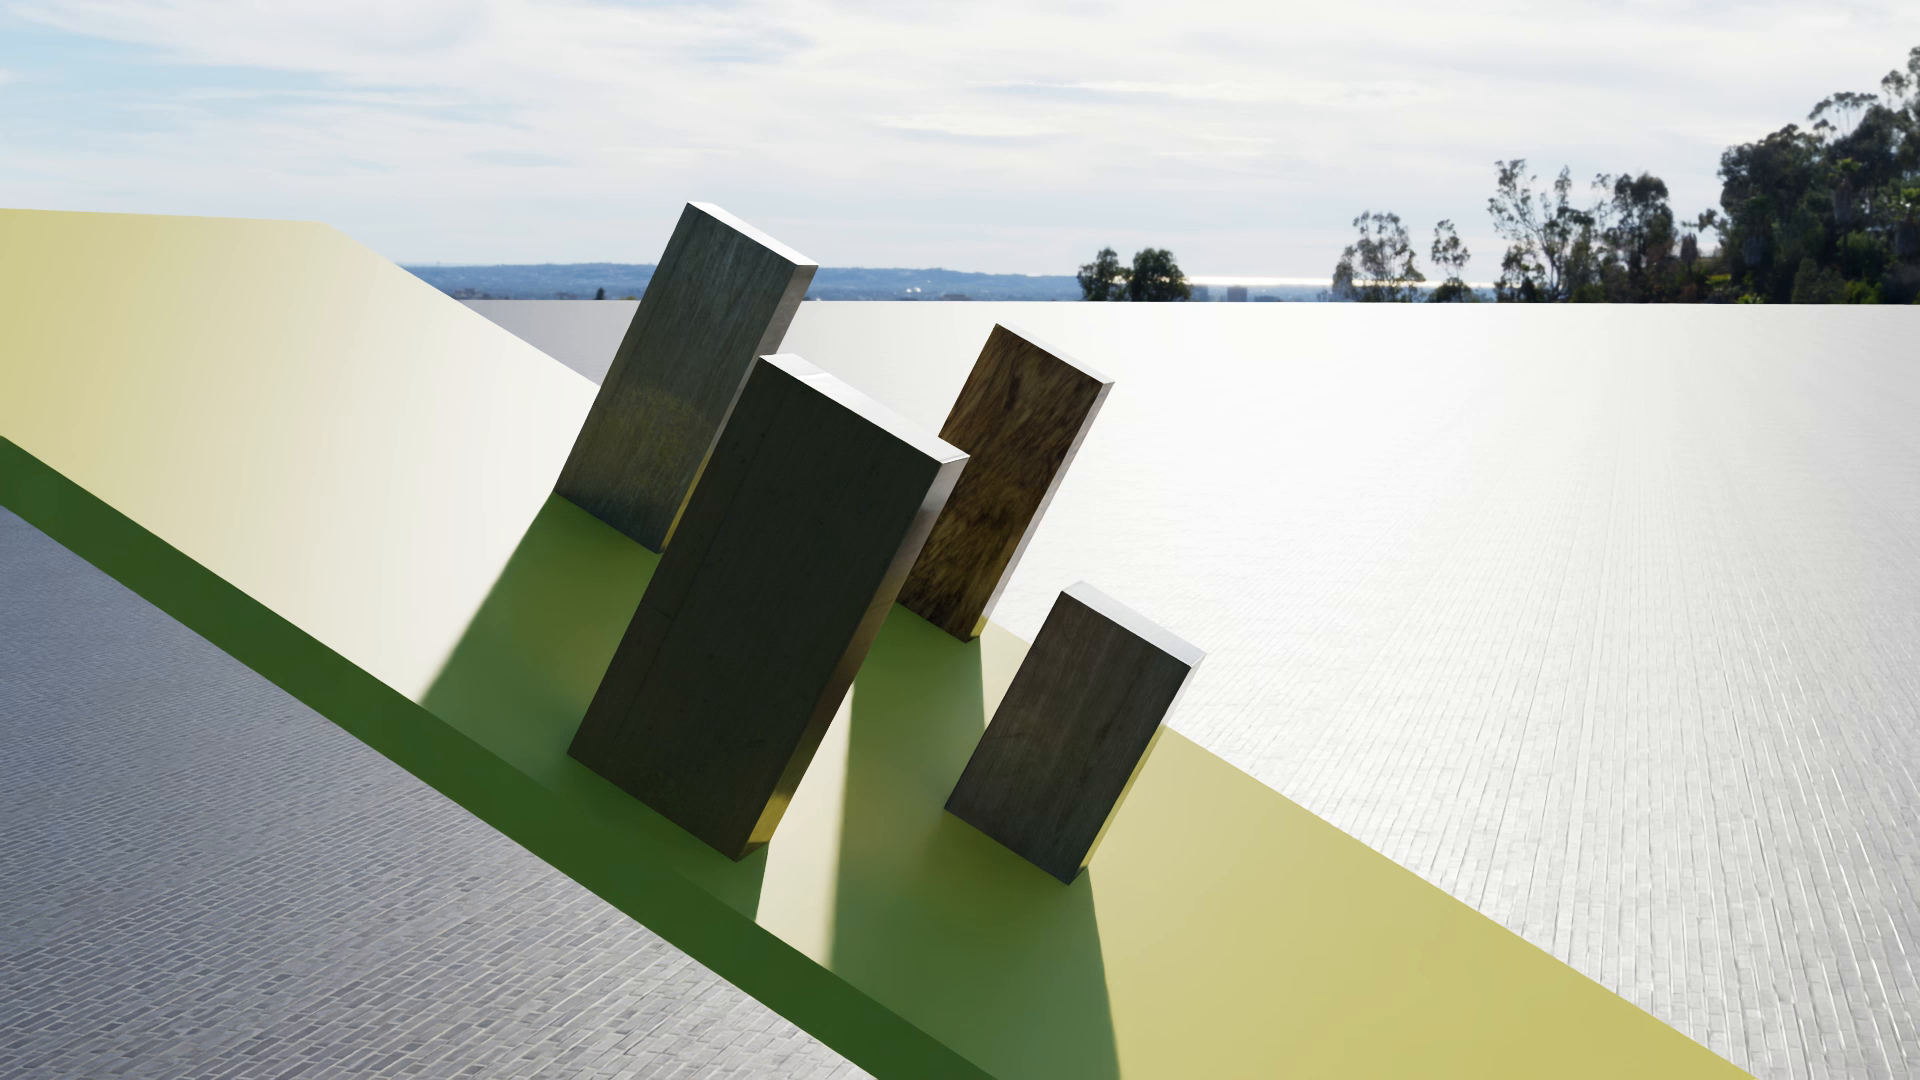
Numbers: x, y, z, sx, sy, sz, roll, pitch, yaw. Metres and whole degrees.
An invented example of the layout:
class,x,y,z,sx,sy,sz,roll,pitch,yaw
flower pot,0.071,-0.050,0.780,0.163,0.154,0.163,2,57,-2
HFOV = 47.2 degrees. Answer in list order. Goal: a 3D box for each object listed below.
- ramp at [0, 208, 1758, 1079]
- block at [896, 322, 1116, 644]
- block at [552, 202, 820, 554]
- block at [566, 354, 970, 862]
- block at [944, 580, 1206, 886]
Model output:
class,x,y,z,sx,sy,sz,roll,pitch,yaw
ramp,-0.217,0.359,4.145,4.000,0.100,2.000,31,14,12
block,0.061,-0.126,4.832,0.271,0.652,0.110,31,14,12
block,-0.551,-0.322,4.392,0.259,0.650,0.119,31,14,12
block,-0.292,0.101,3.297,0.315,0.688,0.134,31,14,12
block,0.202,0.336,3.868,0.259,0.451,0.141,31,14,12
